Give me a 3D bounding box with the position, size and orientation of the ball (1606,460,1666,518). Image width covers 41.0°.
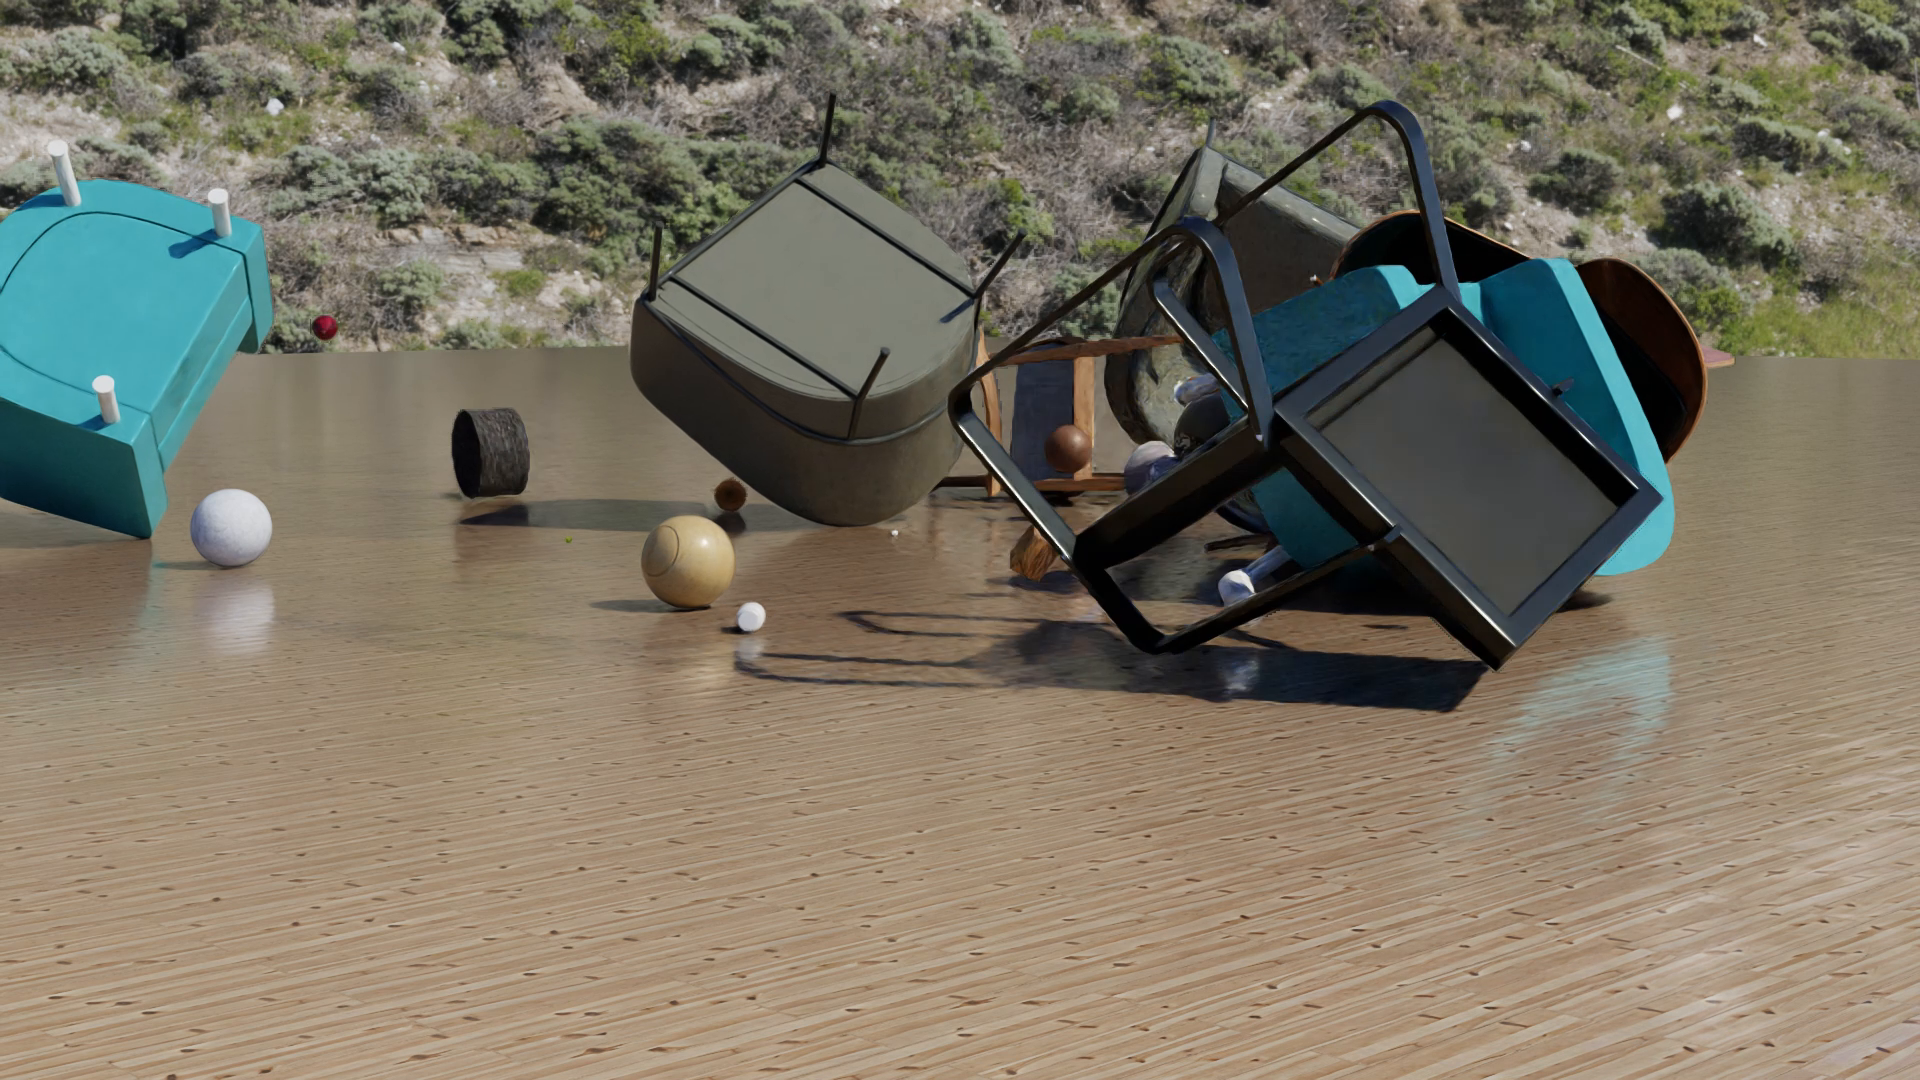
[{"bbox_3d":[1.842,-0.140,6.985,0.160,0.160,0.160,0,6,0],"label":"ball"}]

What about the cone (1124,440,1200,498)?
[{"bbox_3d":[0.496,-0.142,5.930,0.157,0.133,0.185,-36,33,-24],"label":"cone"}]

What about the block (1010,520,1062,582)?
[{"bbox_3d":[0.155,0.023,5.252,0.064,0.092,0.063,27,28,-16],"label":"block"}]

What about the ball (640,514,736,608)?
[{"bbox_3d":[-0.538,0.043,5.082,0.188,0.188,0.188,0,6,0],"label":"ball"}]

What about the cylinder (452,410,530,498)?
[{"bbox_3d":[-1.387,-0.257,7.589,0.121,0.255,0.192,-4,2,37],"label":"cylinder"}]

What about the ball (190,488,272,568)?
[{"bbox_3d":[-1.648,-0.027,5.804,0.179,0.179,0.179,0,6,0],"label":"ball"}]

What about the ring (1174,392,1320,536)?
[{"bbox_3d":[0.697,-0.185,6.245,0.165,0.402,0.387,-45,3,-23],"label":"ring"}]

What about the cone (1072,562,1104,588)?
[{"bbox_3d":[0.277,0.081,5.259,0.073,0.042,0.074,-6,-33,29],"label":"cone"}]
